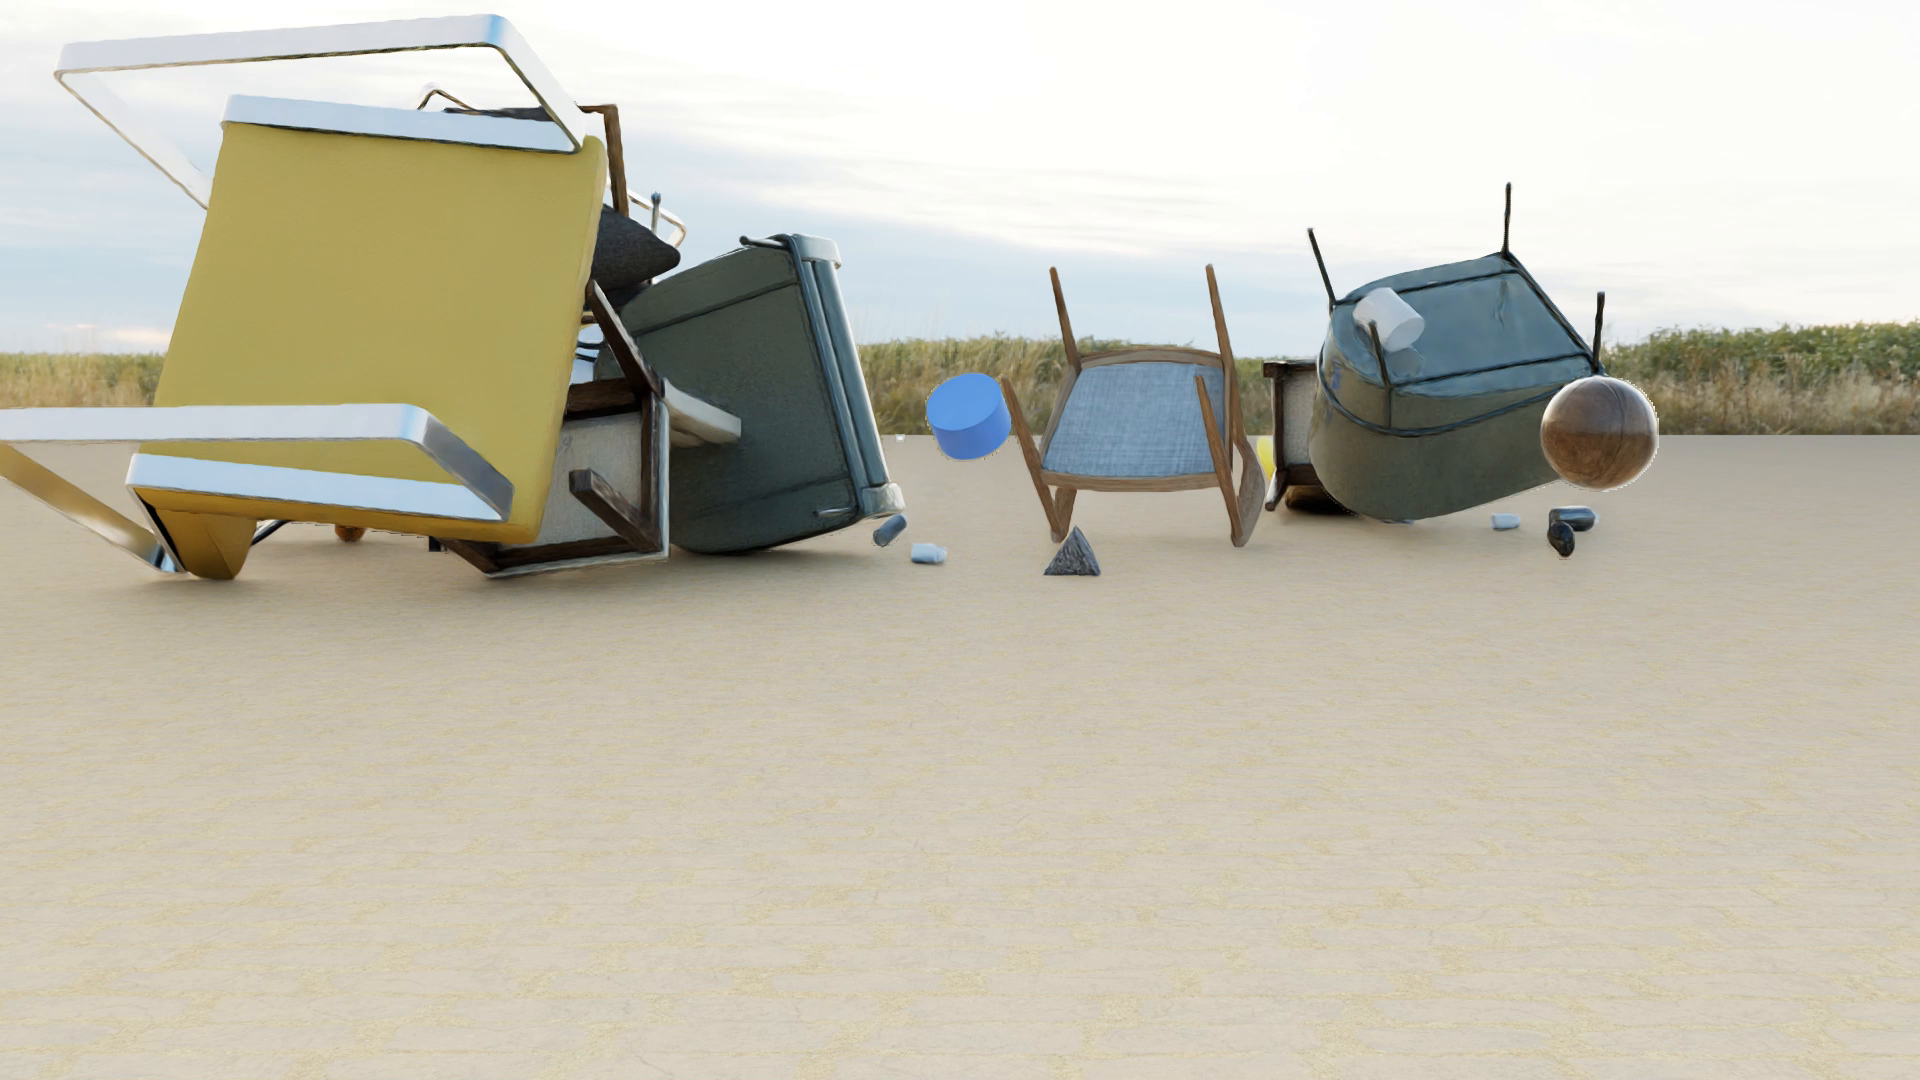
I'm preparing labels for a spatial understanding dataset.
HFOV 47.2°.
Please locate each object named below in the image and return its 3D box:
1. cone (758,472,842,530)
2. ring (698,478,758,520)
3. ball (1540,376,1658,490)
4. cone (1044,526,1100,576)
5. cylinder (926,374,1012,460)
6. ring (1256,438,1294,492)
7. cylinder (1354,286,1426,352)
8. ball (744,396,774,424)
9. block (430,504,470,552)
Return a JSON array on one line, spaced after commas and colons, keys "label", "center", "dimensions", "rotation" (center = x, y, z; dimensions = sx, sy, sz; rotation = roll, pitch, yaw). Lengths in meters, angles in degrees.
[{"label": "cone", "center": [-0.485, -0.078, 6.997], "dimensions": [0.256, 0.199, 0.256], "rotation": [22, -4, 6]}, {"label": "ring", "center": [-0.799, -0.139, 7.566], "dimensions": [0.186, 0.127, 0.244], "rotation": [-13, -1, 31]}, {"label": "ball", "center": [1.410, -0.237, 4.857], "dimensions": [0.250, 0.250, 0.250], "rotation": [0, 4, 0]}, {"label": "cone", "center": [0.253, 0.055, 5.303], "dimensions": [0.127, 0.135, 0.081], "rotation": [-28, -10, 17]}, {"label": "cylinder", "center": [0.035, -0.476, 8.468], "dimensions": [0.298, 0.157, 0.318], "rotation": [-11, 44, 13]}, {"label": "ring", "center": [1.186, -0.284, 8.275], "dimensions": [0.060, 0.218, 0.352], "rotation": [-24, -16, 16]}, {"label": "cylinder", "center": [1.305, -0.671, 6.692], "dimensions": [0.145, 0.094, 0.201], "rotation": [-38, 39, 5]}, {"label": "ball", "center": [-0.772, -0.500, 8.454], "dimensions": [0.112, 0.112, 0.112], "rotation": [0, 4, 0]}, {"label": "block", "center": [-1.399, -0.032, 6.034], "dimensions": [0.070, 0.126, 0.124], "rotation": [0, 0, 6]}]
